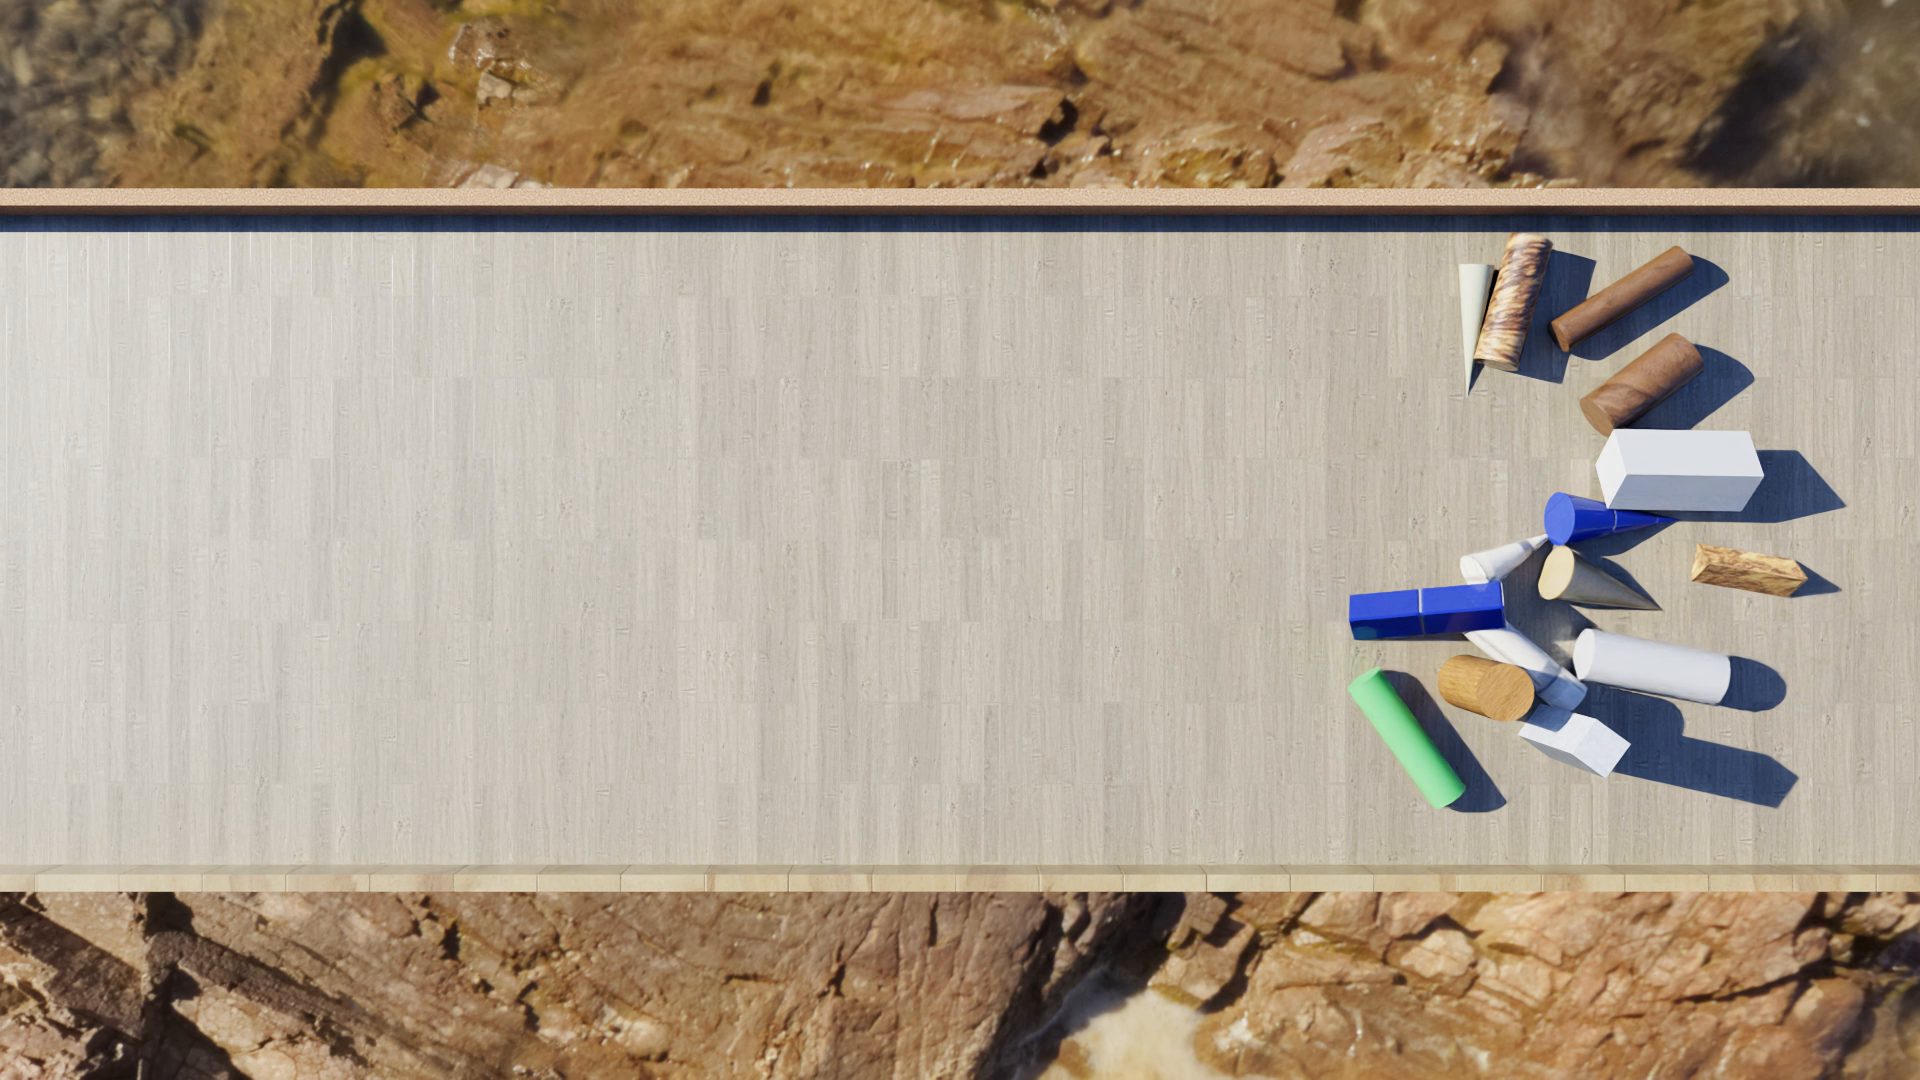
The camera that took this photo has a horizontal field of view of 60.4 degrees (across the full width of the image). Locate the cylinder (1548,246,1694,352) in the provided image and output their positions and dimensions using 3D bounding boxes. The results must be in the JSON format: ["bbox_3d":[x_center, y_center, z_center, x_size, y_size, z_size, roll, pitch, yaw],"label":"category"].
[{"bbox_3d":[2.012,-0.735,5.024,0.446,0.104,0.104,-32,90,0],"label":"cylinder"}]

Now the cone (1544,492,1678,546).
[{"bbox_3d":[2.017,-0.063,5.036,0.415,0.163,0.163,0,90,-11],"label":"cone"}]

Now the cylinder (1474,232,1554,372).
[{"bbox_3d":[1.681,-0.722,5.010,0.134,0.134,0.394,16,90,0],"label":"cylinder"}]

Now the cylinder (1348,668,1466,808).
[{"bbox_3d":[1.360,0.601,5.019,0.115,0.115,0.446,-36,90,0],"label":"cylinder"}]

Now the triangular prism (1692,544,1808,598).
[{"bbox_3d":[2.407,0.094,5.023,0.301,0.101,0.116,10,90,0],"label":"triangular prism"}]

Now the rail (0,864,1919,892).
[{"bbox_3d":[-2.247,1.025,5.001,12.000,0.150,0.050,0,90,0],"label":"rail"}]

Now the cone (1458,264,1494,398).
[{"bbox_3d":[1.567,-0.636,5.050,0.107,0.107,0.408,2,98,0],"label":"cone"}]

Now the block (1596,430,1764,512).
[{"bbox_3d":[2.157,-0.209,4.957,0.404,0.171,0.171,1,54,0],"label":"block"}]

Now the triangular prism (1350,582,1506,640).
[{"bbox_3d":[1.400,0.217,4.949,0.446,0.117,0.136,-6,89,18],"label":"triangular prism"}]

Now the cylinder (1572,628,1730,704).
[{"bbox_3d":[2.092,0.381,4.997,0.412,0.160,0.160,10,90,0],"label":"cylinder"}]

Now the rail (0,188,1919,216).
[{"bbox_3d":[-2.247,-1.025,5.002,12.000,0.150,0.050,0,90,0],"label":"rail"}]

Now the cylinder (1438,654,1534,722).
[{"bbox_3d":[1.553,0.435,4.887,0.166,0.379,0.166,0,90,0],"label":"cylinder"}]

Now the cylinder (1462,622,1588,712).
[{"bbox_3d":[1.716,0.364,5.020,0.391,0.114,0.114,39,90,0],"label":"cylinder"}]

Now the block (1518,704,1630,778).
[{"bbox_3d":[1.800,0.586,4.853,0.119,0.447,0.119,36,90,0],"label":"block"}]

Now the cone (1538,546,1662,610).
[{"bbox_3d":[1.987,0.159,5.035,0.394,0.168,0.168,18,90,-12],"label":"cone"}]

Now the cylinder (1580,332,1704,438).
[{"bbox_3d":[2.066,-0.468,5.001,0.335,0.152,0.152,-36,90,0],"label":"cylinder"}]

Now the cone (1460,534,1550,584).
[{"bbox_3d":[1.702,0.040,5.044,0.316,0.132,0.132,-26,90,-12],"label":"cone"}]
